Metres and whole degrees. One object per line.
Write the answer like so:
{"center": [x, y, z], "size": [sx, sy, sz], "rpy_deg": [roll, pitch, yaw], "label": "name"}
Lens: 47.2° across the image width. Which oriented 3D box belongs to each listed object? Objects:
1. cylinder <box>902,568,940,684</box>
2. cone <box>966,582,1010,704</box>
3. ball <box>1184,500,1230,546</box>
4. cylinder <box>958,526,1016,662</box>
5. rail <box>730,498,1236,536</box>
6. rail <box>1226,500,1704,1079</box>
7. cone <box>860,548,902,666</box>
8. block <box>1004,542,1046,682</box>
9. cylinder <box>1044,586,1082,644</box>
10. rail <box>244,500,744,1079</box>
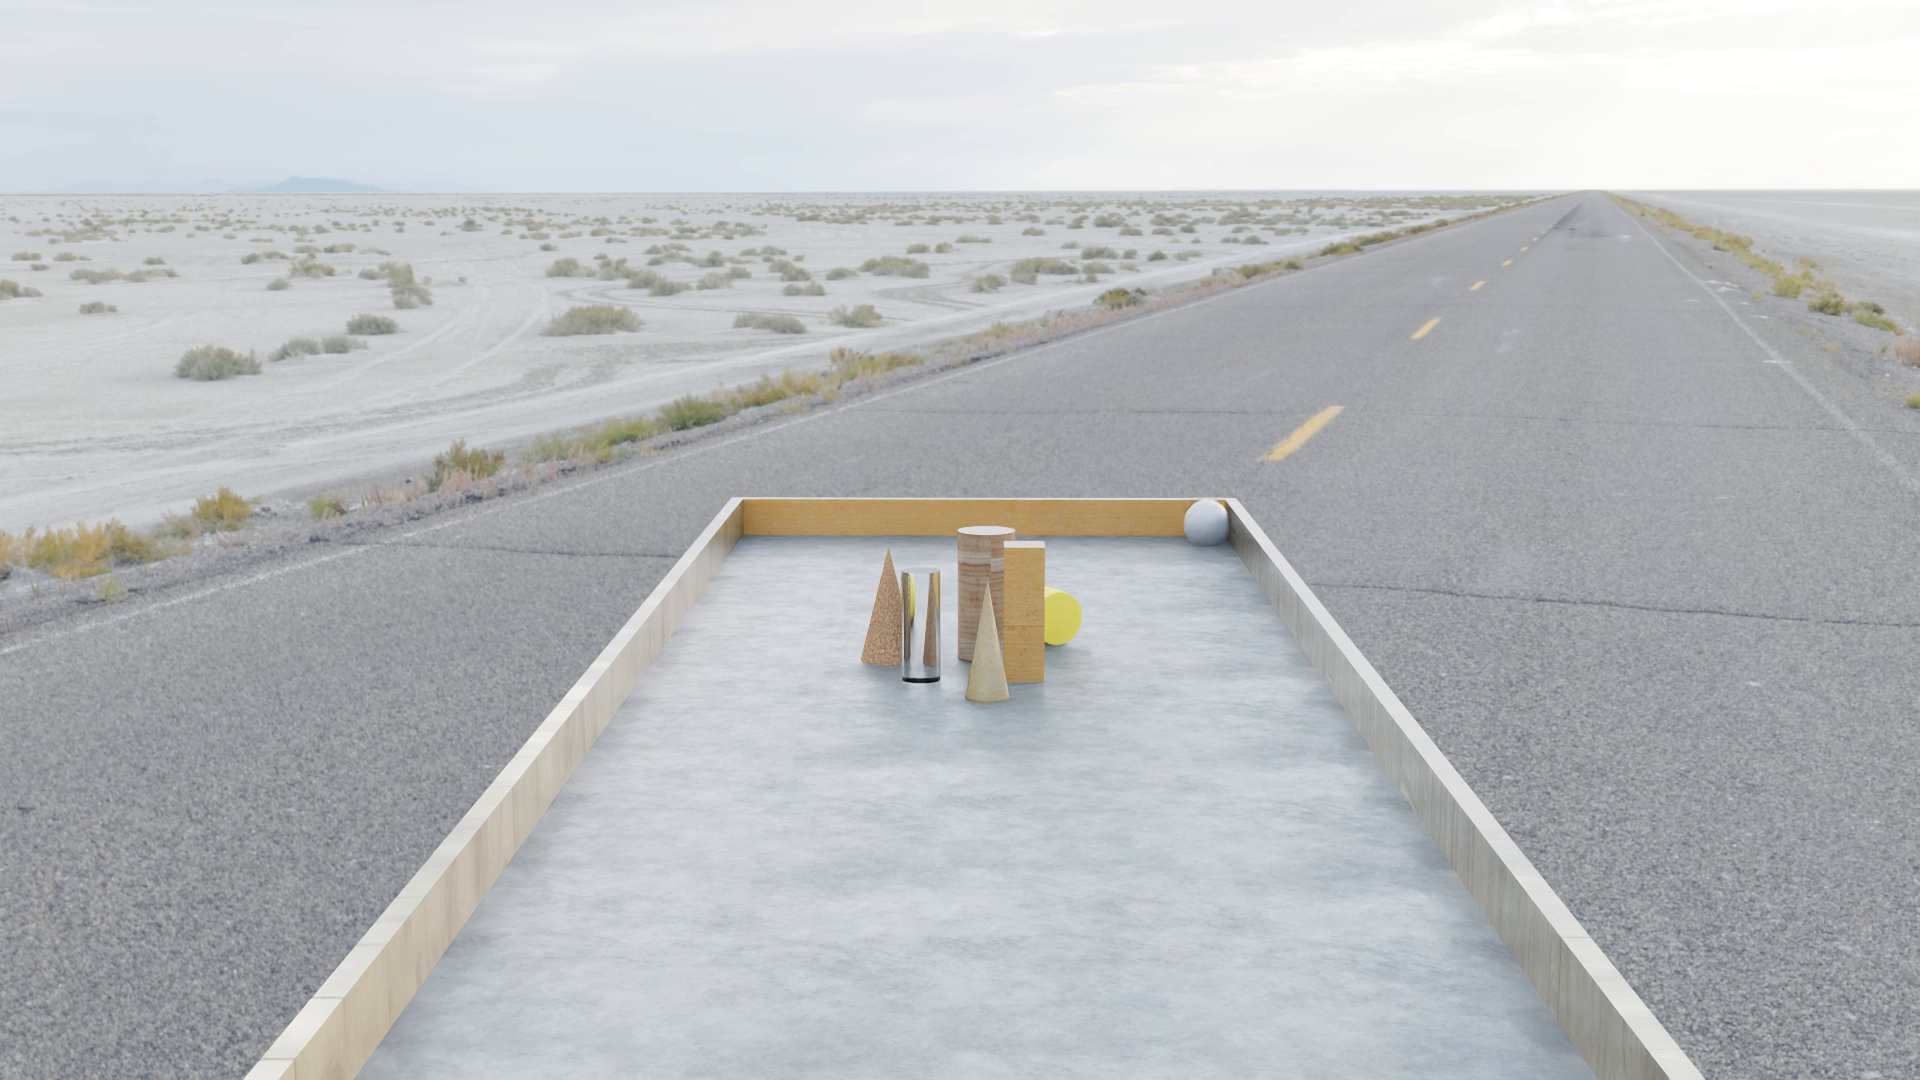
{"center": [-0.114, 0.248, 6.412], "size": [0.114, 0.323, 0.114], "rpy_deg": [0, 9, 0], "label": "cylinder"}
{"center": [0.077, 0.278, 6.172], "size": [0.126, 0.340, 0.126], "rpy_deg": [0, 9, 0], "label": "cone"}
{"center": [0.994, -0.069, 8.855], "size": [0.186, 0.186, 0.186], "rpy_deg": [0, 9, 0], "label": "ball"}
{"center": [0.080, 0.165, 6.707], "size": [0.175, 0.394, 0.175], "rpy_deg": [0, 9, 0], "label": "cylinder"}
{"center": [0.099, -0.098, 9.147], "size": [2.100, 0.150, 0.050], "rpy_deg": [0, 9, 1], "label": "rail"}
{"center": [1.046, 0.843, 3.208], "size": [0.050, 0.150, 12.000], "rpy_deg": [0, 9, 1], "label": "rail"}
{"center": [-0.216, 0.191, 6.684], "size": [0.173, 0.350, 0.173], "rpy_deg": [0, 9, 0], "label": "cone"}
{"center": [0.187, 0.208, 6.430], "size": [0.118, 0.396, 0.118], "rpy_deg": [0, 9, 1], "label": "block"}
{"center": [0.216, 0.216, 7.107], "size": [0.168, 0.168, 0.436], "rpy_deg": [-4, 10, -25], "label": "cylinder"}
{"center": [-1.004, 0.839, 3.234], "size": [0.050, 0.150, 12.000], "rpy_deg": [0, 9, 1], "label": "rail"}
